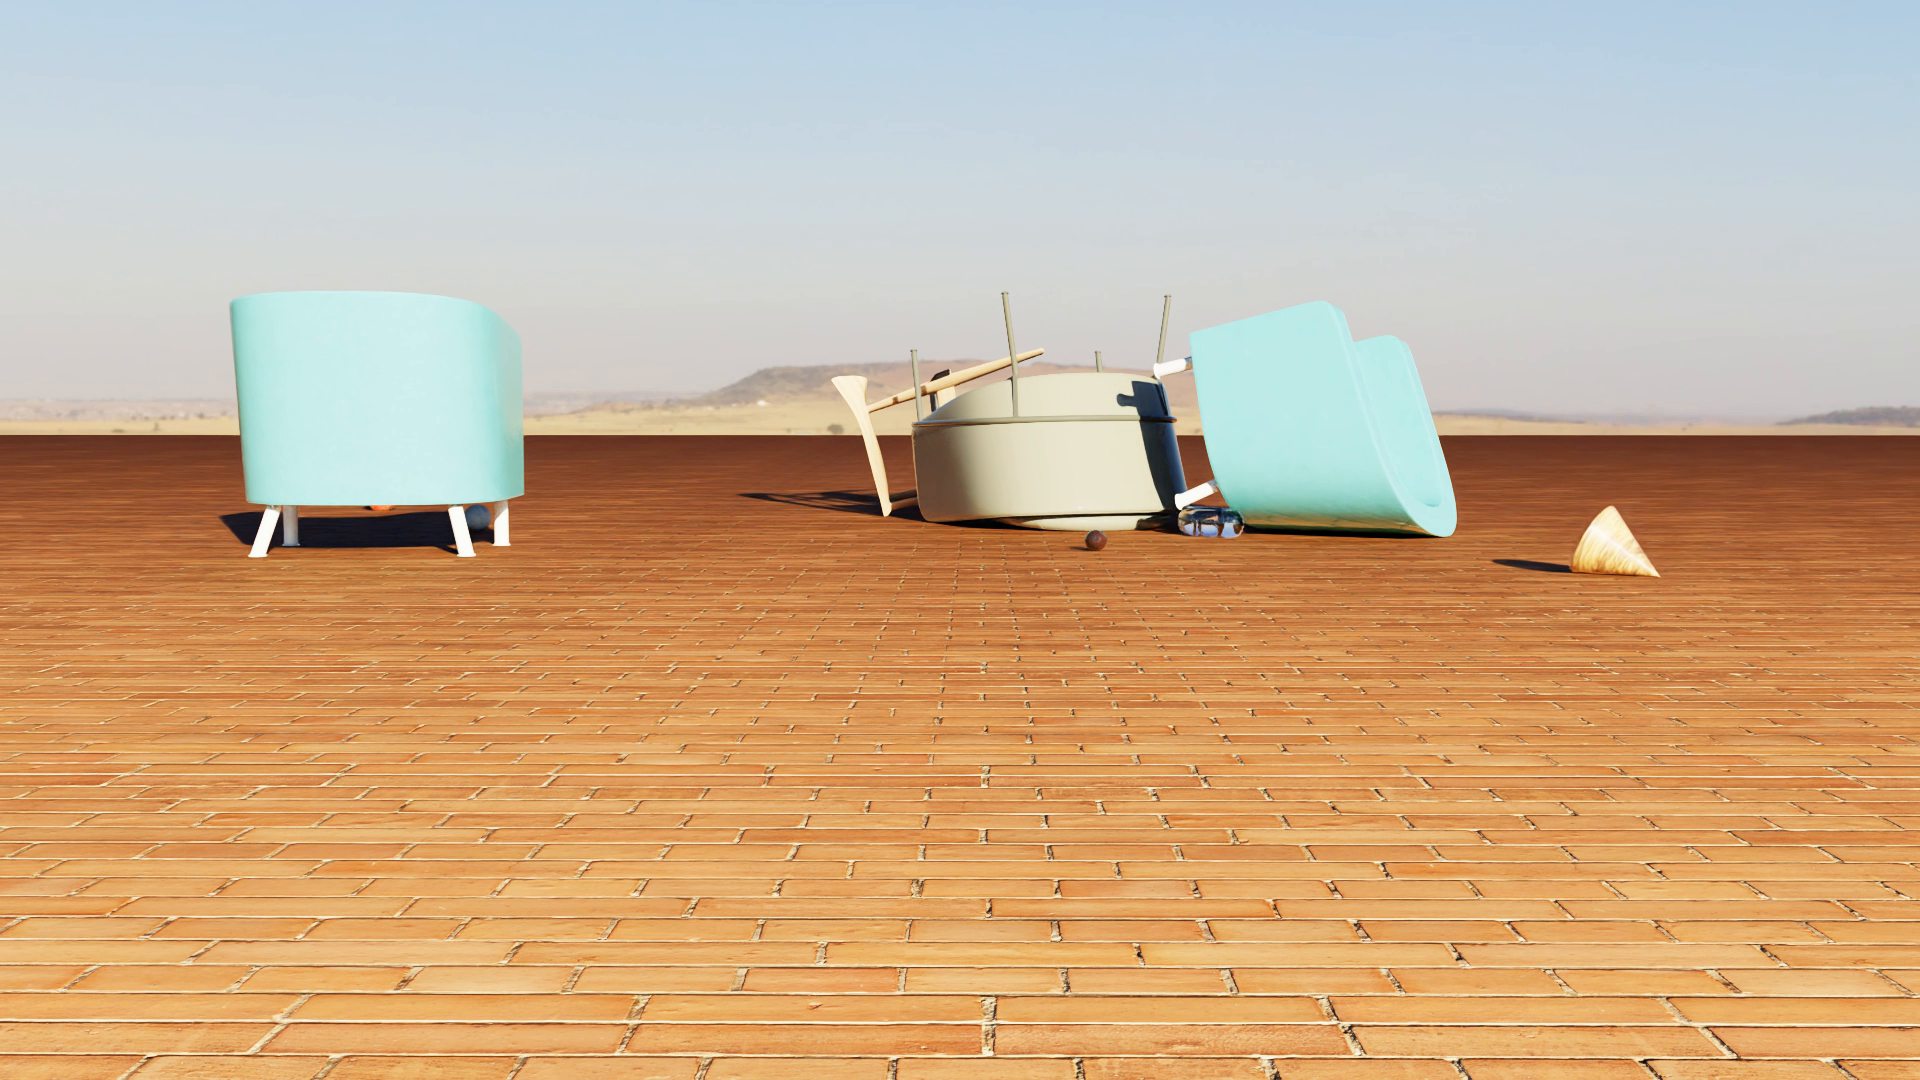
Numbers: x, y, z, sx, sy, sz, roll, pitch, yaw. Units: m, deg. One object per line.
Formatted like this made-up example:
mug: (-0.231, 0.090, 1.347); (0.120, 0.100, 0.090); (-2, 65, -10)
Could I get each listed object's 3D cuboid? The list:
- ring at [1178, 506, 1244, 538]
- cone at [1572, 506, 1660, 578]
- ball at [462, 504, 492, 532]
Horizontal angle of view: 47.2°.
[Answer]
ring: (0.766, -0.054, 6.715); (0.123, 0.085, 0.240); (-4, 7, -44)
cone: (1.606, 0.044, 5.298); (0.184, 0.186, 0.192); (34, -3, 28)
ball: (-1.516, -0.068, 6.902); (0.087, 0.087, 0.087); (0, 4, 0)
